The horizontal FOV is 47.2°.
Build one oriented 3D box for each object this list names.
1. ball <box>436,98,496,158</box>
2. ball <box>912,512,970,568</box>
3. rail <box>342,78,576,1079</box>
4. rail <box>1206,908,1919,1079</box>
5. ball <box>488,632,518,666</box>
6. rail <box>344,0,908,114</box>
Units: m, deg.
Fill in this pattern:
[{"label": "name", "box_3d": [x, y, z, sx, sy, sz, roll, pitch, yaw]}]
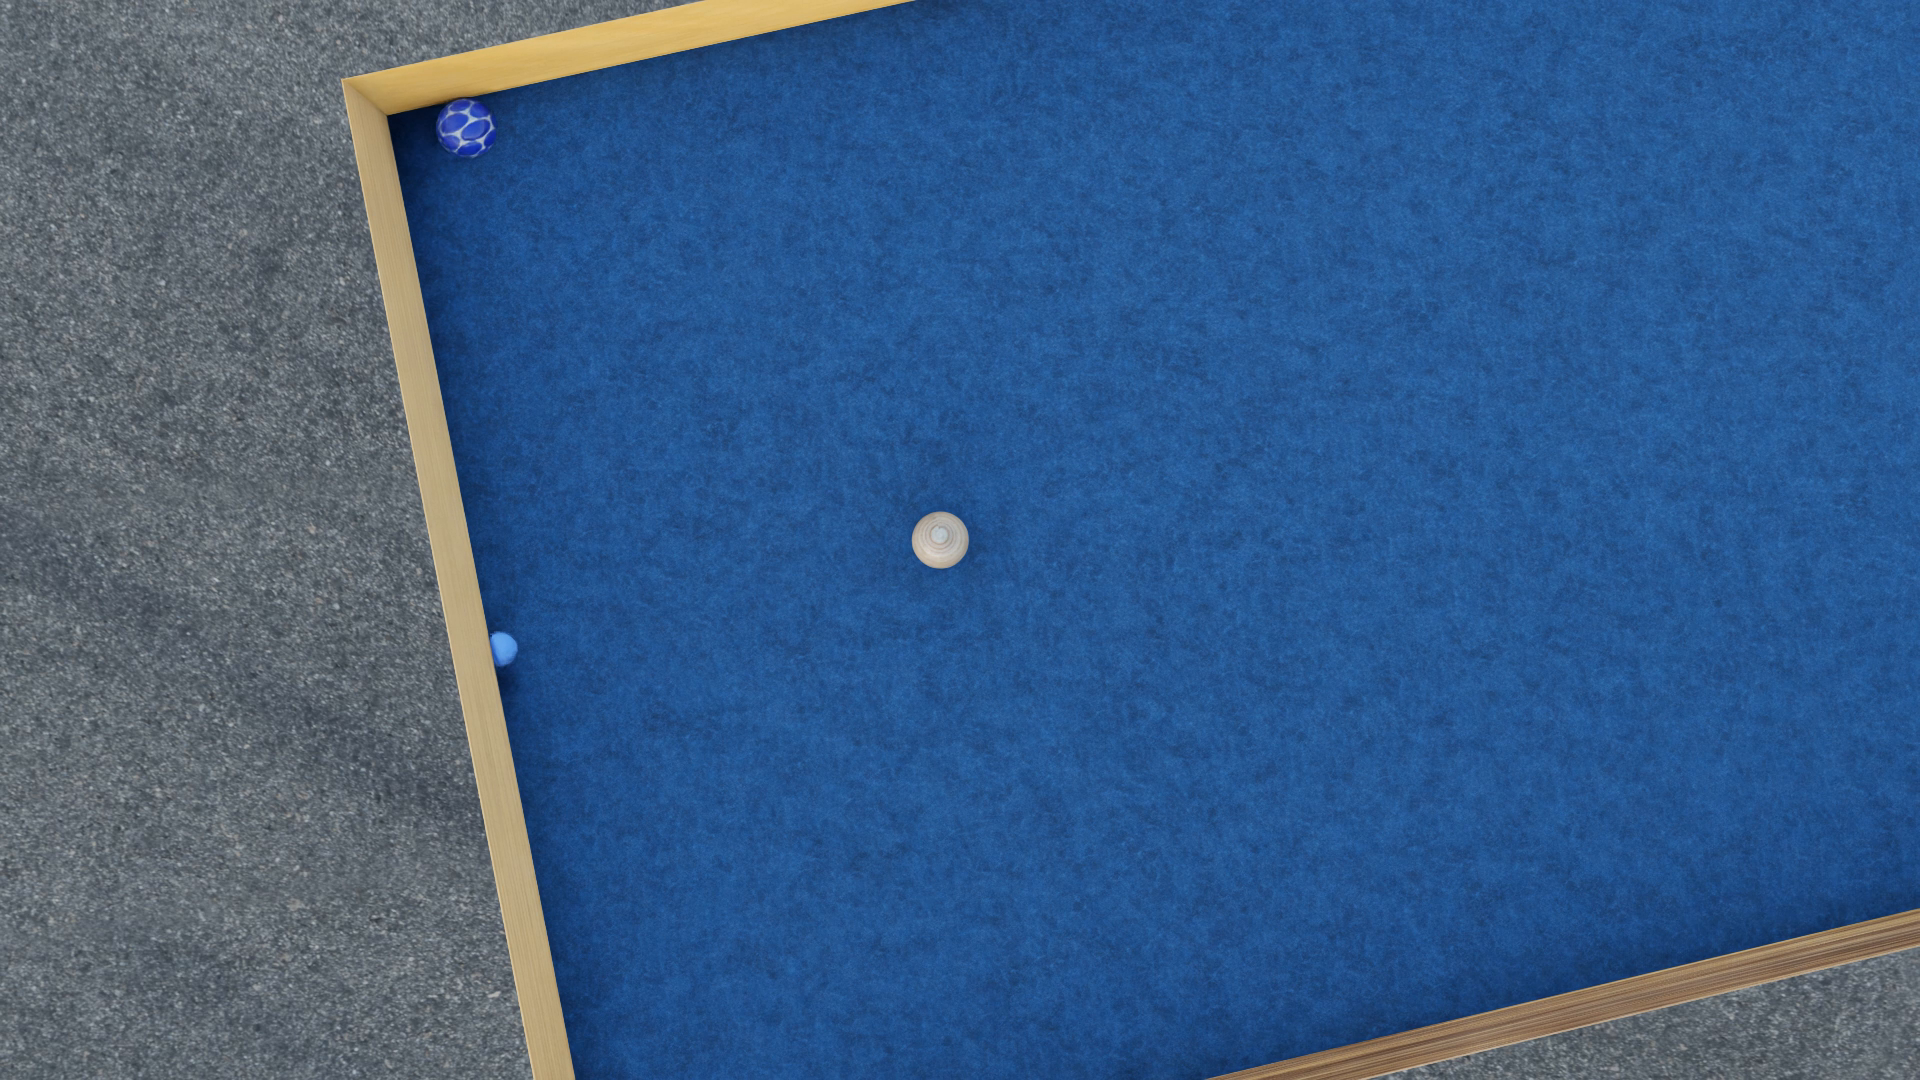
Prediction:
[{"label": "ball", "box_3d": [-0.761, -0.634, 3.389, 0.090, 0.090, 0.090, 0, 80, 0]}, {"label": "ball", "box_3d": [-0.029, 0.000, 3.277, 0.086, 0.086, 0.086, 0, 80, 0]}, {"label": "rail", "box_3d": [-0.713, 0.158, 3.232, 0.045, 0.117, 1.775, -13, 80, -2]}, {"label": "rail", "box_3d": [0.931, 0.655, 3.143, 3.022, 0.117, 0.045, -13, 80, -2]}, {"label": "ball", "box_3d": [-0.683, 0.163, 3.267, 0.050, 0.050, 0.050, 0, 80, 0]}, {"label": "rail", "box_3d": [0.541, -1.001, 3.440, 3.022, 0.117, 0.045, -13, 80, -2]}]
